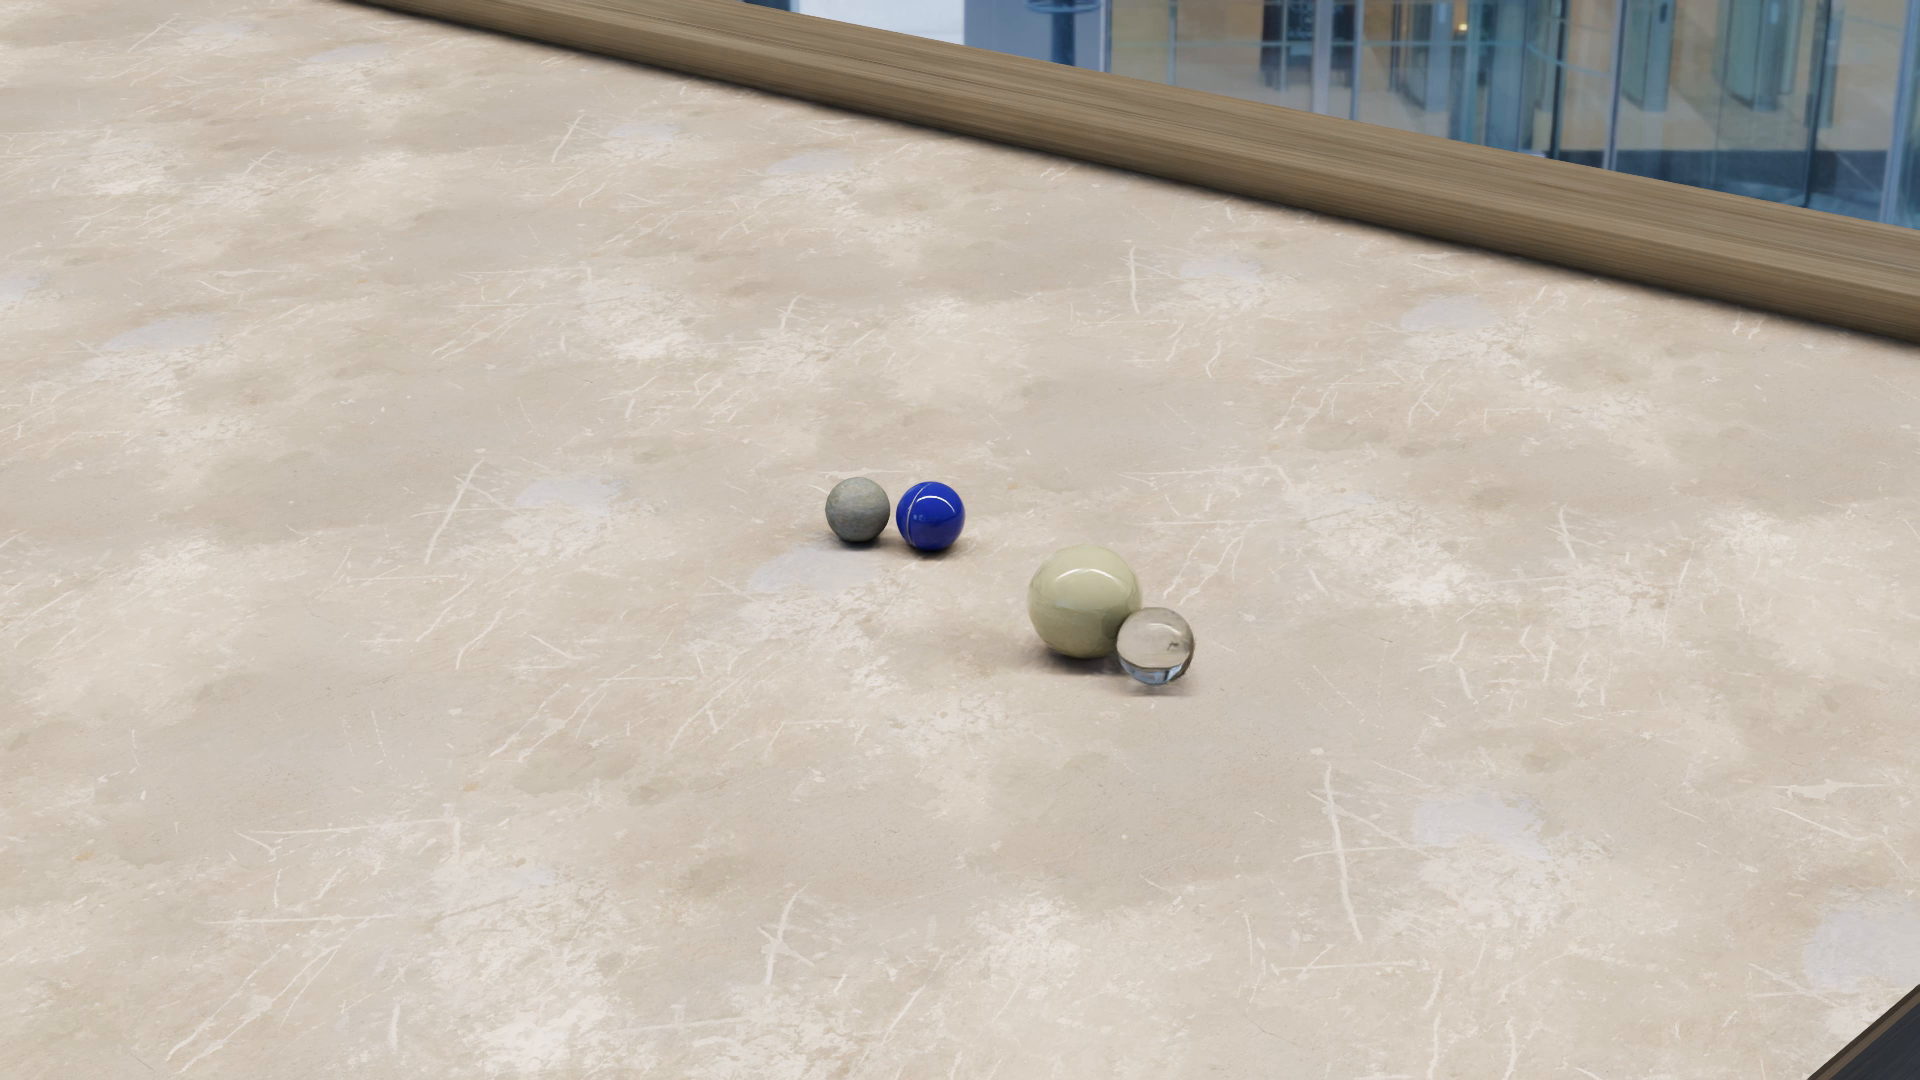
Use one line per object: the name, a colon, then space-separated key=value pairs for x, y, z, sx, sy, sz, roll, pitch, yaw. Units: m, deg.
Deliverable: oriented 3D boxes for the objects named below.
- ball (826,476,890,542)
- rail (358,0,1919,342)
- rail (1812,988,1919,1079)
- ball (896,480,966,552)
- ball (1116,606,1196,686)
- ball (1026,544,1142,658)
ball: x=-0.092 y=-0.027 z=2.641 sx=0.059 sy=0.059 sz=0.059 roll=0 pitch=22 yaw=0
rail: x=0.024 y=-0.600 z=3.987 sx=4.092 sy=0.122 sz=0.045 roll=19 pitch=28 yaw=39
rail: x=0.741 y=0.223 z=1.924 sx=0.045 sy=0.122 sz=2.377 roll=19 pitch=28 yaw=39
ball: x=-0.026 y=-0.021 z=2.620 sx=0.063 sy=0.063 sz=0.063 roll=0 pitch=22 yaw=0
ball: x=0.157 y=0.085 z=2.355 sx=0.063 sy=0.063 sz=0.063 roll=0 pitch=22 yaw=0
ball: x=0.102 y=0.050 z=2.400 sx=0.094 sy=0.094 sz=0.094 roll=0 pitch=22 yaw=0
